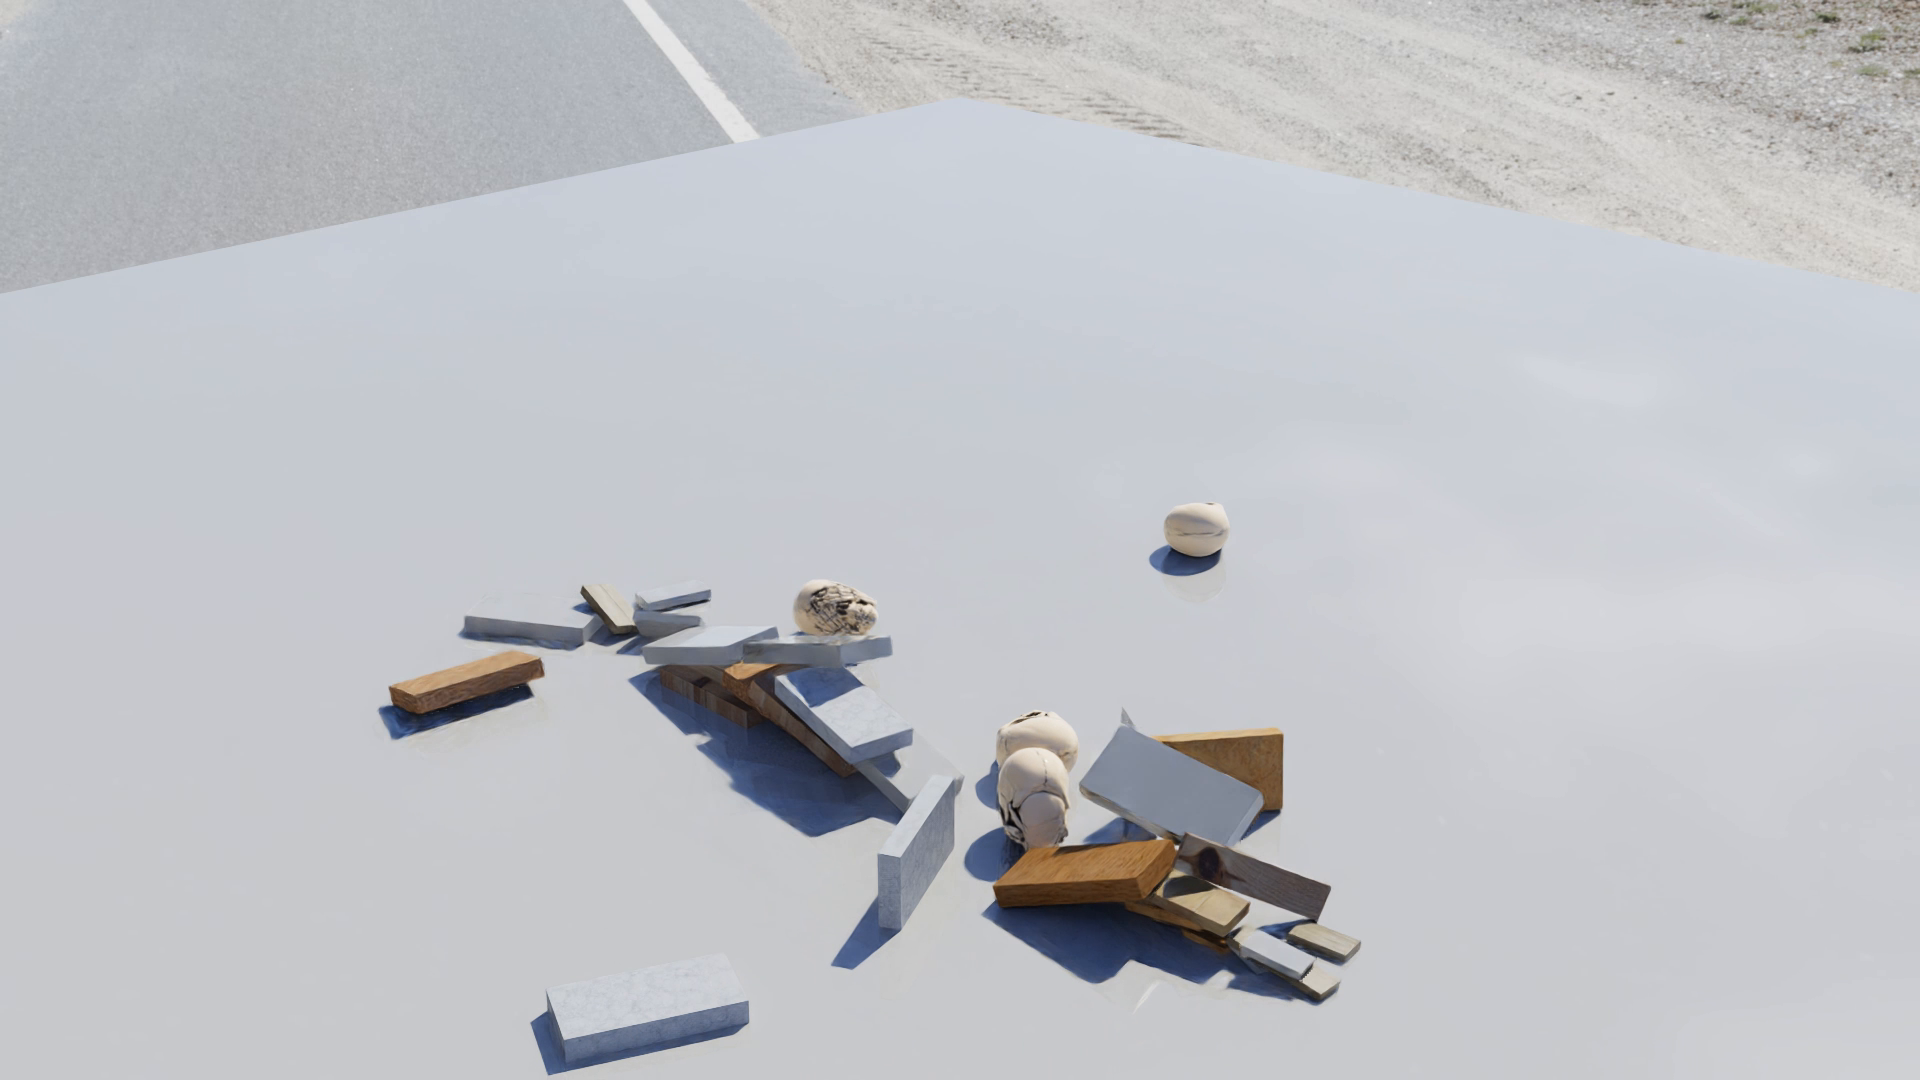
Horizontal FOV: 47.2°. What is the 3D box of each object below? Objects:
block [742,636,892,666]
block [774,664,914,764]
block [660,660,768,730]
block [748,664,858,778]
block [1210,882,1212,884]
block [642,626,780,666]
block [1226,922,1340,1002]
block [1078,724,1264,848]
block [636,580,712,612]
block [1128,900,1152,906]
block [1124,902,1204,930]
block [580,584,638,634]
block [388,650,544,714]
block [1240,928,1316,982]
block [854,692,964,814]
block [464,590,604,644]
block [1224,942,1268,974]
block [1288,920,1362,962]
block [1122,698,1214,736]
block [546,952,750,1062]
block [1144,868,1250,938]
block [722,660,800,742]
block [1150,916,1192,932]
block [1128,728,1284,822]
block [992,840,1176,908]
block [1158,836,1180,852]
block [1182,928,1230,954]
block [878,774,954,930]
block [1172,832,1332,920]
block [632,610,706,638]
[{"bbox_3d":[-0.308,0.236,4.729,0.308,0.043,0.152,-2,4,44],"label":"block"},{"bbox_3d":[-0.244,0.354,4.569,0.150,0.042,0.300,-15,34,-32],"label":"block"},{"bbox_3d":[-0.517,0.329,4.929,0.152,0.043,0.304,-21,31,-41],"label":"block"},{"bbox_3d":[-0.294,0.377,4.685,0.300,0.042,0.150,38,39,28],"label":"block"},{"bbox_3d":[0.418,0.640,4.227,0.140,0.020,0.070,6,24,14],"label":"block"},{"bbox_3d":[-0.565,0.239,4.980,0.304,0.043,0.152,-3,14,44],"label":"block"},{"bbox_3d":[0.576,0.753,3.930,0.210,0.017,0.059,28,35,36],"label":"block"},{"bbox_3d":[0.400,0.484,4.185,0.313,0.044,0.157,25,61,29],"label":"block"},{"bbox_3d":[-0.705,0.136,5.404,0.166,0.023,0.083,-13,23,-27],"label":"block"},{"bbox_3d":[0.317,0.641,4.141,0.089,0.025,0.177,-26,22,-38],"label":"block"},{"bbox_3d":[0.401,0.674,4.078,0.177,0.025,0.089,9,27,44],"label":"block"},{"bbox_3d":[-0.831,0.163,5.262,0.083,0.023,0.166,-4,38,-43],"label":"block"},{"bbox_3d":[-1.102,0.315,4.917,0.303,0.043,0.152,-17,14,-34],"label":"block"},{"bbox_3d":[0.566,0.739,3.916,0.118,0.017,0.059,23,33,26],"label":"block"},{"bbox_3d":[-0.146,0.440,4.566,0.150,0.042,0.300,-19,45,-38],"label":"block"},{"bbox_3d":[-1.015,0.184,5.272,0.303,0.043,0.152,5,24,13],"label":"block"},{"bbox_3d":[0.528,0.744,3.970,0.048,0.014,0.096,-12,34,-30],"label":"block"},{"bbox_3d":[0.665,0.732,4.015,0.118,0.017,0.059,17,28,35],"label":"block"},{"bbox_3d":[0.466,0.436,4.675,0.160,0.045,0.320,-5,23,-11],"label":"block"},{"bbox_3d":[-0.541,0.805,3.805,0.319,0.045,0.160,-8,24,-19],"label":"block"},{"bbox_3d":[0.429,0.657,4.012,0.177,0.025,0.089,21,35,32],"label":"block"},{"bbox_3d":[-0.359,0.349,4.799,0.304,0.043,0.152,32,36,30],"label":"block"},{"bbox_3d":[0.404,0.696,4.072,0.096,0.014,0.048,8,27,43],"label":"block"},{"bbox_3d":[0.491,0.472,4.437,0.320,0.160,0.045,-3,13,-8],"label":"block"},{"bbox_3d":[0.234,0.622,4.104,0.313,0.044,0.157,-9,15,34],"label":"block"},{"bbox_3d":[0.425,0.592,4.341,0.070,0.020,0.140,3,23,7],"label":"block"},{"bbox_3d":[0.461,0.727,4.030,0.096,0.014,0.048,21,30,40],"label":"block"},{"bbox_3d":[-0.081,0.588,4.173,0.044,0.157,0.313,7,24,17],"label":"block"},{"bbox_3d":[0.540,0.622,4.063,0.296,0.070,0.020,21,6,-10],"label":"block"},{"bbox_3d":[-0.681,0.203,5.180,0.166,0.083,0.023,5,61,12],"label":"block"}]
